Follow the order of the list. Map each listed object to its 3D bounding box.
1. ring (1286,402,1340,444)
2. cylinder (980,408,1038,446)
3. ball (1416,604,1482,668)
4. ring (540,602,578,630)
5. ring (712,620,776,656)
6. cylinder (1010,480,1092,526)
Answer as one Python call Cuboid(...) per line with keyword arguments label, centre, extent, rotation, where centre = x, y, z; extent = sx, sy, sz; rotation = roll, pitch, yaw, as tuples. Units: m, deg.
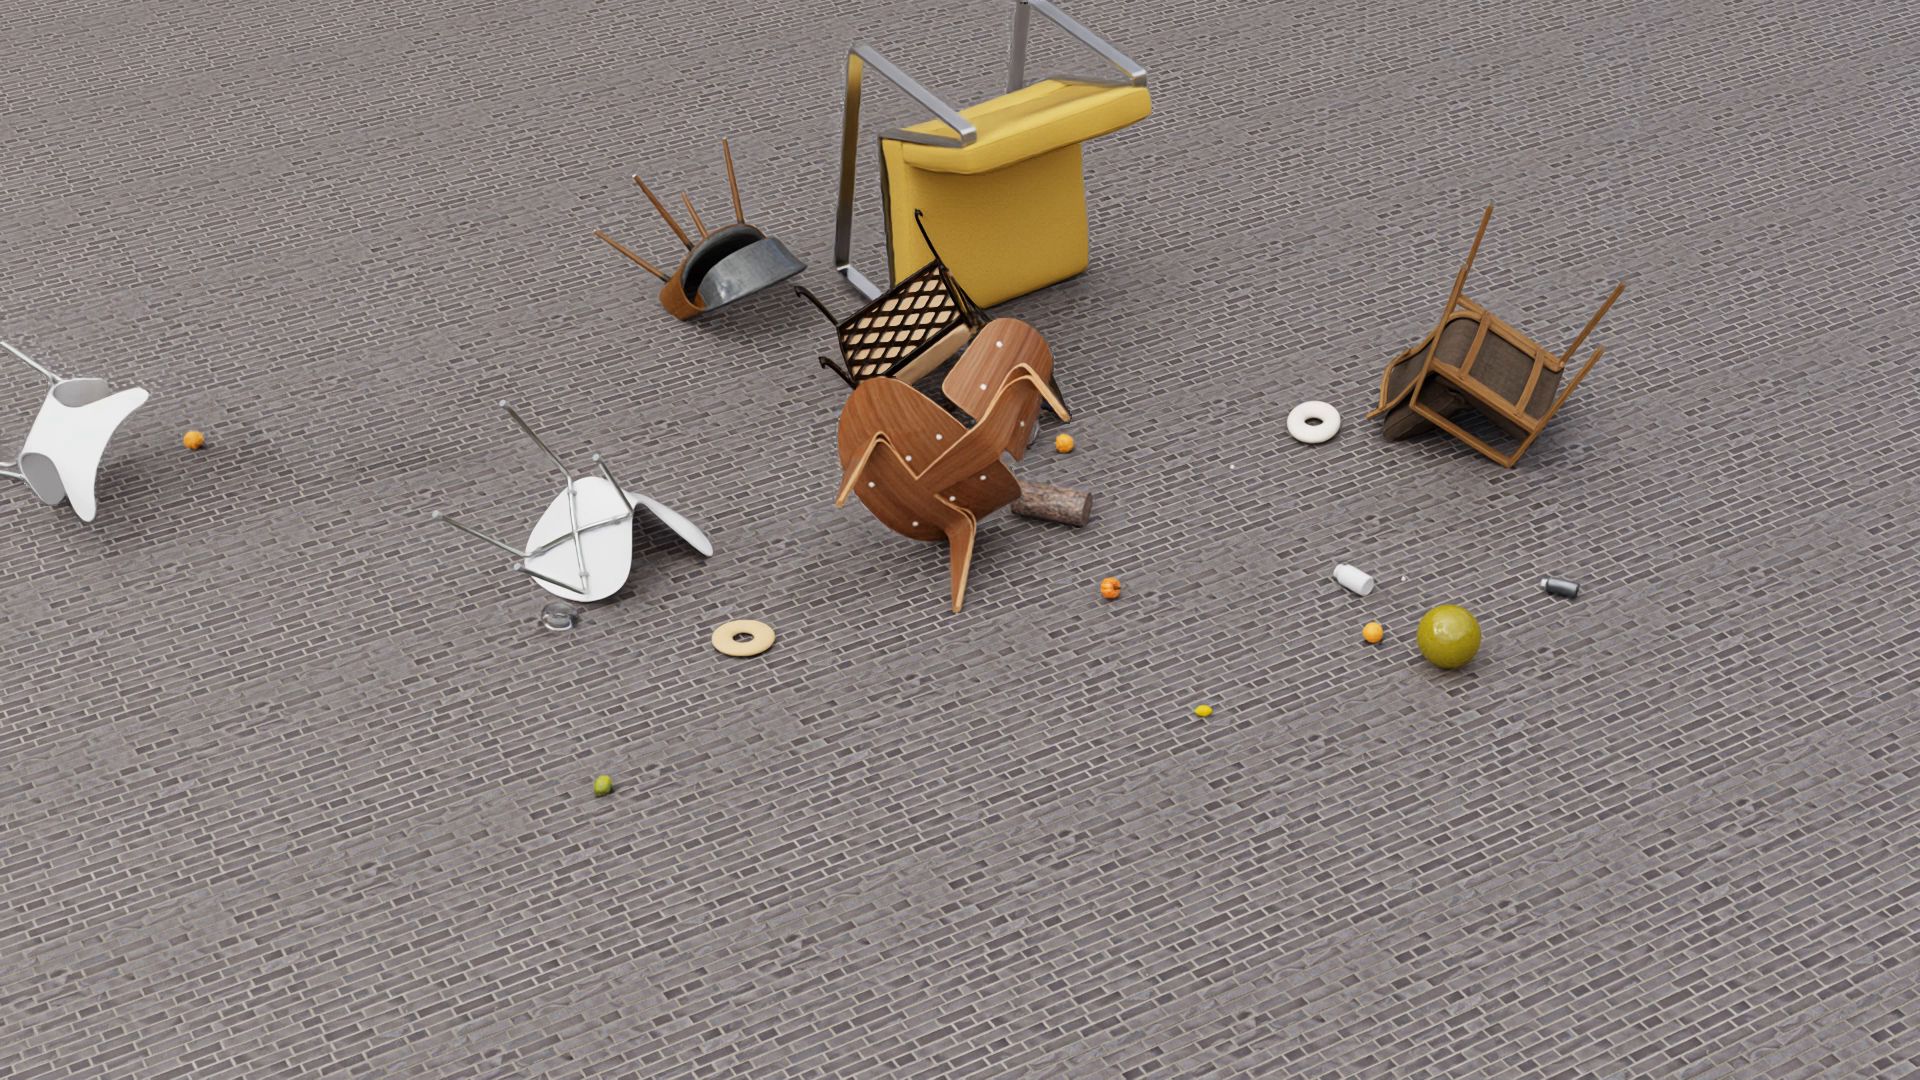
Cuboid(label="ring", centre=(1.400, -0.467, 11.603), extent=(0.211, 0.056, 0.298), rotation=(7, 34, 12))
Cuboid(label="cylinder", centre=(0.194, -0.444, 11.508), extent=(0.180, 0.111, 0.172), rotation=(14, 16, 20))
Cuboid(label="ball", centre=(1.706, 0.336, 10.229), extent=(0.225, 0.225, 0.225), rotation=(0, 33, 0))
Cuboid(label="ring", centre=(-1.433, 0.271, 10.488), extent=(0.133, 0.050, 0.150), rotation=(-15, 35, -22))
Cuboid(label="ring", centre=(-0.767, 0.347, 10.389), extent=(0.227, 0.032, 0.216), rotation=(-8, 34, -12))
Cuboid(label="cylinder", centre=(0.344, -0.141, 11.040), extent=(0.279, 0.129, 0.145), rotation=(11, 18, 15))
